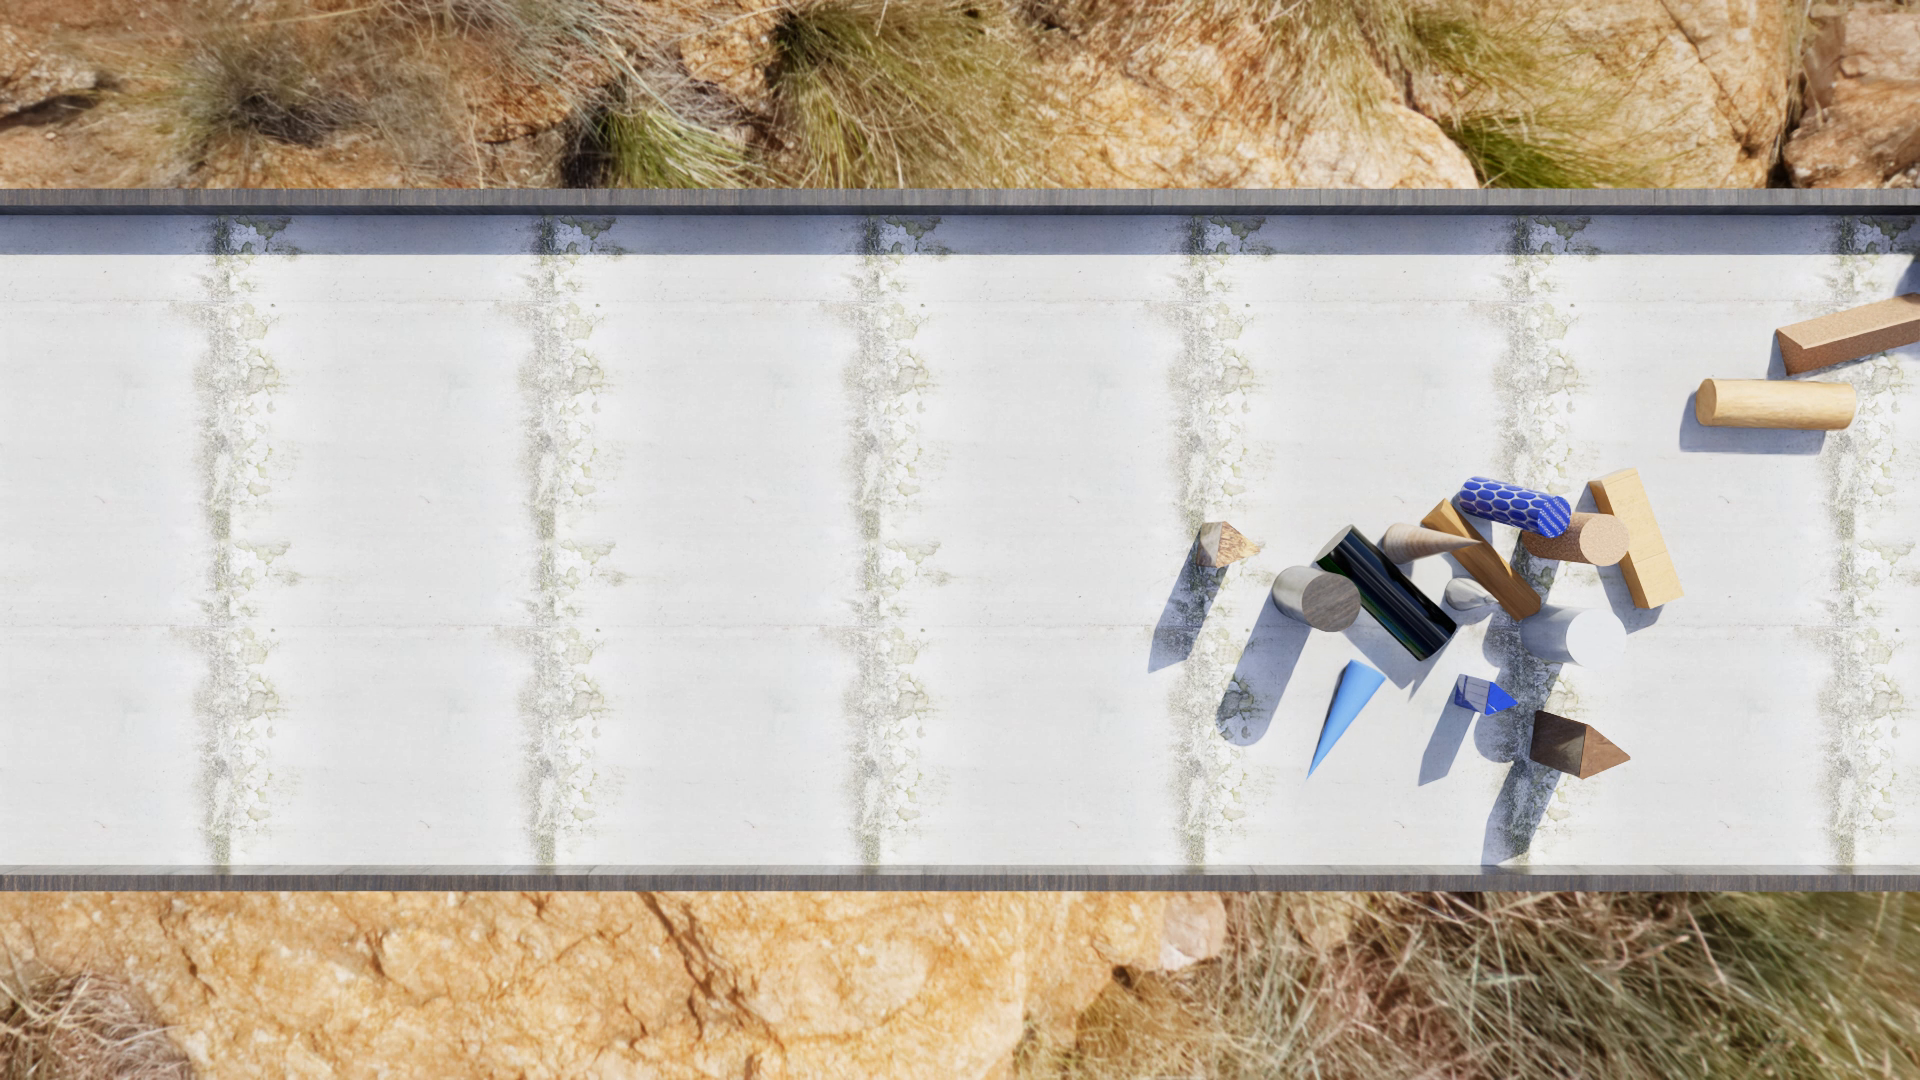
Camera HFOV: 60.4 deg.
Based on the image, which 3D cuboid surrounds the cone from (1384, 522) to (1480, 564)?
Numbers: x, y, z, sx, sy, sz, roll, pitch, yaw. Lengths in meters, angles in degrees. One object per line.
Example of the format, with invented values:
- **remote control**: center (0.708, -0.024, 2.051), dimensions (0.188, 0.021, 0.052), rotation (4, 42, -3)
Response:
- **cone**: center (1.422, 0.008, 4.882), dimensions (0.129, 0.369, 0.129), rotation (0, 89, -24)

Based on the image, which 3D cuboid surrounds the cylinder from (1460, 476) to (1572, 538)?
- **cylinder**: center (1.643, -0.101, 4.896), dimensions (0.122, 0.342, 0.122), rotation (-5, 104, -22)

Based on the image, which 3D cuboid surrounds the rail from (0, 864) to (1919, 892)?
- **rail**: center (-2.247, 1.025, 5.001), dimensions (12.000, 0.150, 0.050), rotation (0, 90, 0)

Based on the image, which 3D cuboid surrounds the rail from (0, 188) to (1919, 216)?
- **rail**: center (-2.247, -1.025, 5.002), dimensions (12.000, 0.150, 0.050), rotation (0, 90, 0)

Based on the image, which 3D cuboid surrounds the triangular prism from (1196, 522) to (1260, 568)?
- **triangular prism**: center (0.769, 0.000, 4.874), dimensions (0.133, 0.404, 0.115), rotation (-21, 90, 0)

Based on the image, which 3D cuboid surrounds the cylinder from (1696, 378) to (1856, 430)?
- **cylinder**: center (2.473, -0.414, 5.005), dimensions (0.417, 0.143, 0.143), rotation (2, 90, 0)

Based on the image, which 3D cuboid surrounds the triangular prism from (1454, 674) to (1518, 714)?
- **triangular prism**: center (1.553, 0.450, 4.923), dimensions (0.096, 0.307, 0.084), rotation (-20, 90, 0)

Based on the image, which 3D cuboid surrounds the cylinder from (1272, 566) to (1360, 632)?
- **cylinder**: center (1.041, 0.168, 4.844), dimensions (0.167, 0.459, 0.167), rotation (0, 92, 0)

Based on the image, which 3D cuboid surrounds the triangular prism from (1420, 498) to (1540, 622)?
- **triangular prism**: center (1.602, 0.061, 5.029), dimensions (0.104, 0.090, 0.427), rotation (-44, 90, 0)

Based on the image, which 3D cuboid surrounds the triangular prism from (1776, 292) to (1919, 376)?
- **triangular prism**: center (2.740, -0.633, 5.009), dimensions (0.439, 0.128, 0.148), rotation (-15, 90, 0)

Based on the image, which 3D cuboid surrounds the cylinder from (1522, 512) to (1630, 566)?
- **cylinder**: center (1.814, -0.008, 4.874), dimensions (0.147, 0.393, 0.147), rotation (0, 93, -4)

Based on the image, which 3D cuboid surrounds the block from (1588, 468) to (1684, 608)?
- **block**: center (2.057, -0.006, 5.021), dimensions (0.111, 0.111, 0.415), rotation (-21, 90, 0)

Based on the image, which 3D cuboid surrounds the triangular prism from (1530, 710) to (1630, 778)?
- **triangular prism**: center (1.802, 0.585, 4.871), dimensions (0.154, 0.411, 0.133), rotation (-22, 90, 0)

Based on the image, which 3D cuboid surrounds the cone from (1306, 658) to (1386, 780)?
- **cone**: center (1.152, 0.567, 5.046), dimensions (0.121, 0.121, 0.401), rotation (27, 99, 0)

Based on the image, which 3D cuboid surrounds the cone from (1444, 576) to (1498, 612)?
- **cone**: center (1.536, 0.169, 4.867), dimensions (0.110, 0.412, 0.110), rotation (0, 92, 3)

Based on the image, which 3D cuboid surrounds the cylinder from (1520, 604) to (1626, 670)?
- **cylinder**: center (1.809, 0.282, 4.882), dimensions (0.172, 0.389, 0.172), rotation (0, 90, 0)

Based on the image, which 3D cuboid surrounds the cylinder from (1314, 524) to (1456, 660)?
- **cylinder**: center (1.289, 0.159, 4.997), dimensions (0.435, 0.160, 0.160), rotation (44, 90, 0)
